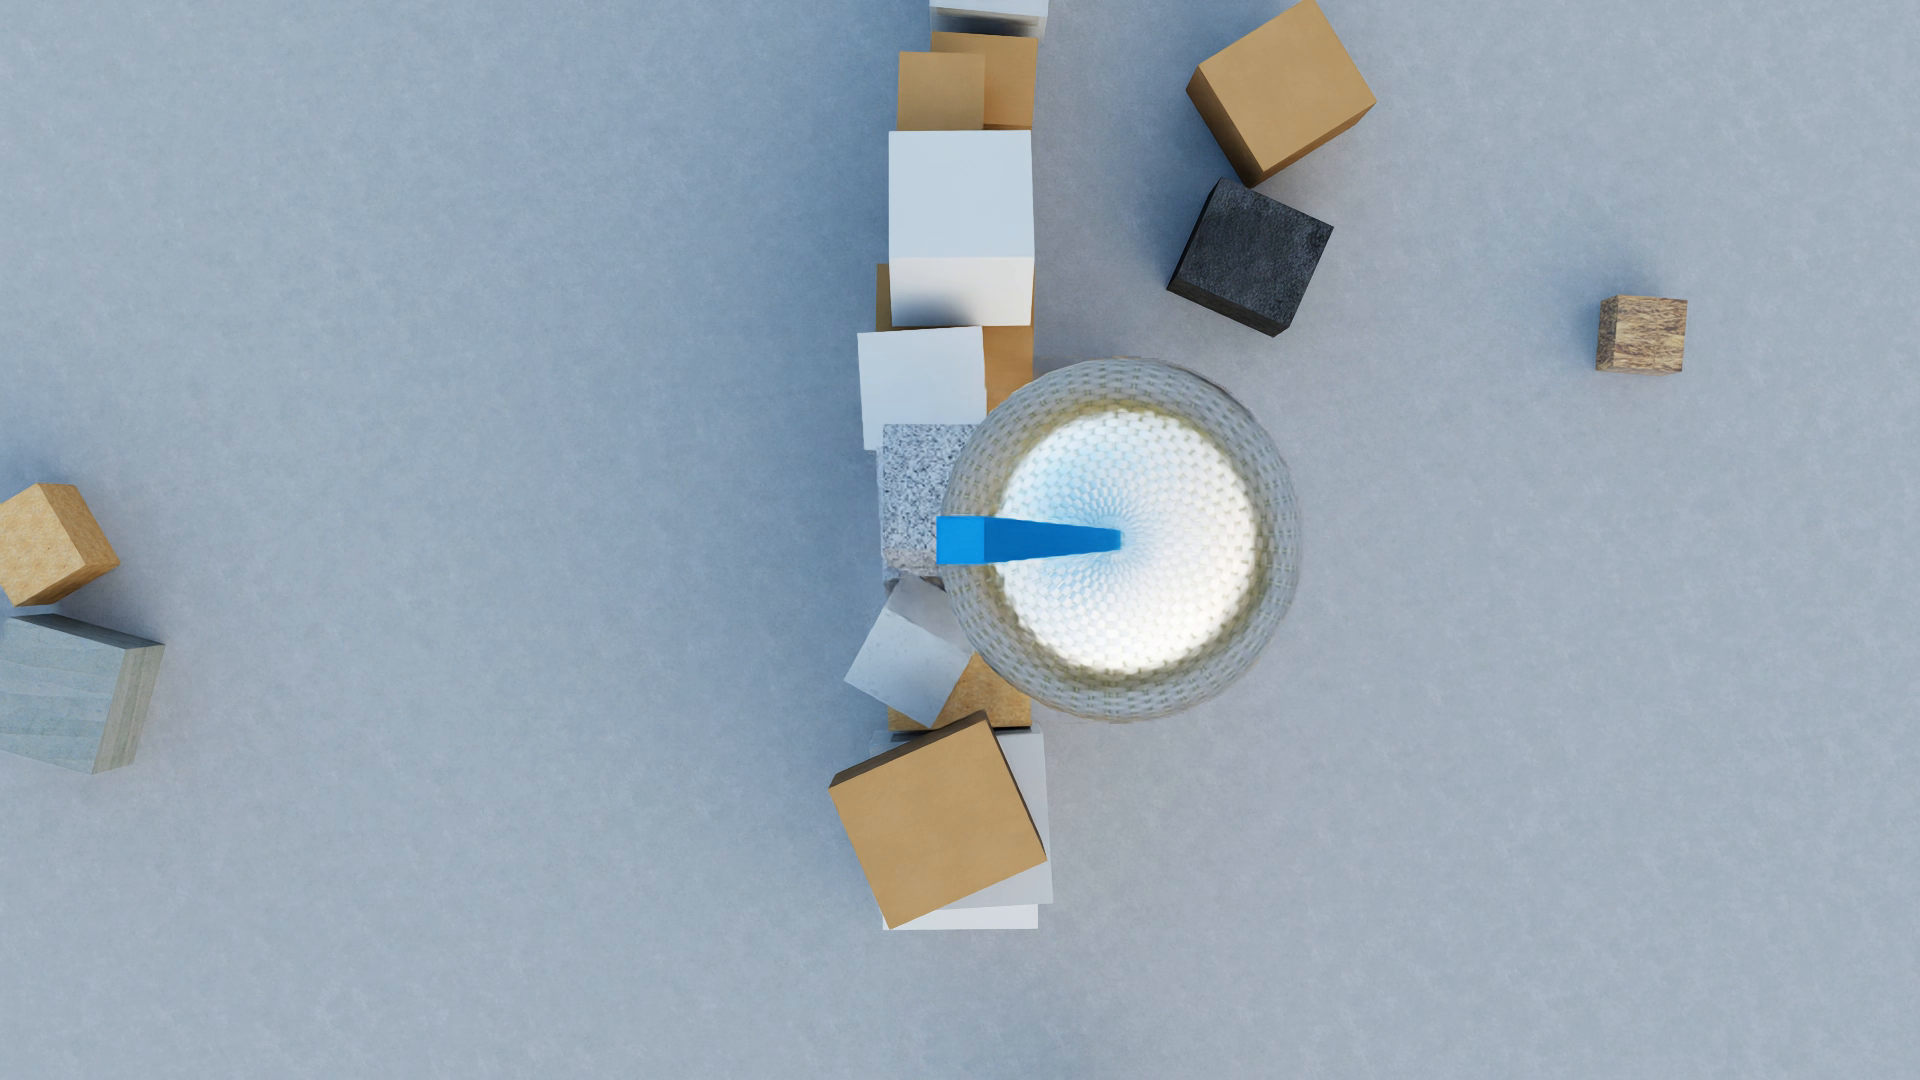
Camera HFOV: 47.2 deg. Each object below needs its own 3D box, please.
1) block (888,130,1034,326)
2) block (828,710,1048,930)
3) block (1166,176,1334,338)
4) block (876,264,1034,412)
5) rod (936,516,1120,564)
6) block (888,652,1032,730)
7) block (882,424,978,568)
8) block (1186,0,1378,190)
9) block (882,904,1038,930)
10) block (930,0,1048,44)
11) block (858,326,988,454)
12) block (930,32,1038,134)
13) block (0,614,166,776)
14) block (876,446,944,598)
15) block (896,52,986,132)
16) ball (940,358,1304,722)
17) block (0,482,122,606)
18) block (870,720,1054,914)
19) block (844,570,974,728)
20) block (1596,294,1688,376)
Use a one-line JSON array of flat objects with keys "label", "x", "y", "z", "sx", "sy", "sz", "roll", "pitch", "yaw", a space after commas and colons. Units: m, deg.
[{"label": "block", "x": 0.003, "y": -1.679, "z": 11.899, "sx": 0.755, "sy": 0.708, "sz": 0.788, "roll": -1, "pitch": 66, "yaw": -1}, {"label": "block", "x": -0.108, "y": 1.378, "z": 10.981, "sx": 0.835, "sy": 0.695, "sz": 0.746, "roll": -24, "pitch": 90, "yaw": 0}, {"label": "block", "x": 1.661, "y": -1.620, "z": 12.681, "sx": 0.695, "sy": 0.638, "sz": 0.620, "roll": 24, "pitch": 90, "yaw": 0}, {"label": "block", "x": -0.030, "y": -1.119, "z": 12.610, "sx": 0.878, "sy": 0.779, "sz": 0.818, "roll": 1, "pitch": 90, "yaw": 0}, {"label": "rod", "x": 0.304, "y": 0.000, "z": 6.273, "sx": 0.080, "sy": 5.200, "sz": 0.080, "roll": 0, "pitch": 90, "yaw": 7}, {"label": "block", "x": -0.011, "y": 0.667, "z": 11.942, "sx": 0.758, "sy": 0.638, "sz": 0.659, "roll": -2, "pitch": 90, "yaw": 0}, {"label": "block", "x": -0.077, "y": -0.211, "z": 11.167, "sx": 0.602, "sy": 0.649, "sz": 0.622, "roll": 0, "pitch": 81, "yaw": 0}, {"label": "block", "x": 1.834, "y": -2.557, "z": 12.654, "sx": 0.749, "sy": 0.692, "sz": 0.702, "roll": -32, "pitch": 90, "yaw": 0}, {"label": "block", "x": -0.001, "y": 1.765, "z": 12.568, "sx": 0.855, "sy": 0.864, "sz": 0.767, "roll": 0, "pitch": 90, "yaw": 0}, {"label": "block", "x": 0.194, "y": -3.343, "z": 12.653, "sx": 0.664, "sy": 0.693, "sz": 0.774, "roll": 5, "pitch": 90, "yaw": 0}, {"label": "block", "x": -0.195, "y": -0.804, "z": 11.926, "sx": 0.660, "sy": 0.589, "sz": 0.619, "roll": -3, "pitch": 90, "yaw": 0}, {"label": "block", "x": 0.124, "y": -2.597, "z": 12.690, "sx": 0.600, "sy": 0.620, "sz": 0.499, "roll": 4, "pitch": 90, "yaw": 0}, {"label": "block", "x": -5.124, "y": 0.878, "z": 12.688, "sx": 0.689, "sy": 0.624, "sz": 0.732, "roll": 16, "pitch": 90, "yaw": 0}, {"label": "block", "x": -0.047, "y": -0.102, "z": 11.874, "sx": 0.751, "sy": 0.782, "sz": 0.710, "roll": -3, "pitch": 81, "yaw": -1}, {"label": "block", "x": -0.102, "y": -2.412, "z": 12.146, "sx": 0.466, "sy": 0.468, "sz": 0.456, "roll": 2, "pitch": 90, "yaw": 0}, {"label": "ball", "x": 0.700, "y": 0.000, "z": 9.650, "sx": 1.600, "sy": 1.600, "sz": 1.600, "roll": 0, "pitch": 90, "yaw": 0}, {"label": "block", "x": -5.298, "y": 0.027, "z": 12.734, "sx": 0.472, "sy": 0.532, "sz": 0.541, "roll": -31, "pitch": 90, "yaw": 0}, {"label": "block", "x": 0.006, "y": 1.461, "z": 11.732, "sx": 0.897, "sy": 0.808, "sz": 0.876, "roll": -3, "pitch": 90, "yaw": 0}, {"label": "block", "x": -0.216, "y": 0.558, "z": 11.307, "sx": 0.506, "sy": 0.459, "sz": 0.489, "roll": 29, "pitch": 117, "yaw": 0}, {"label": "block", "x": 3.969, "y": -1.190, "z": 12.820, "sx": 0.396, "sy": 0.360, "sz": 0.415, "roll": 5, "pitch": 90, "yaw": 0}]
